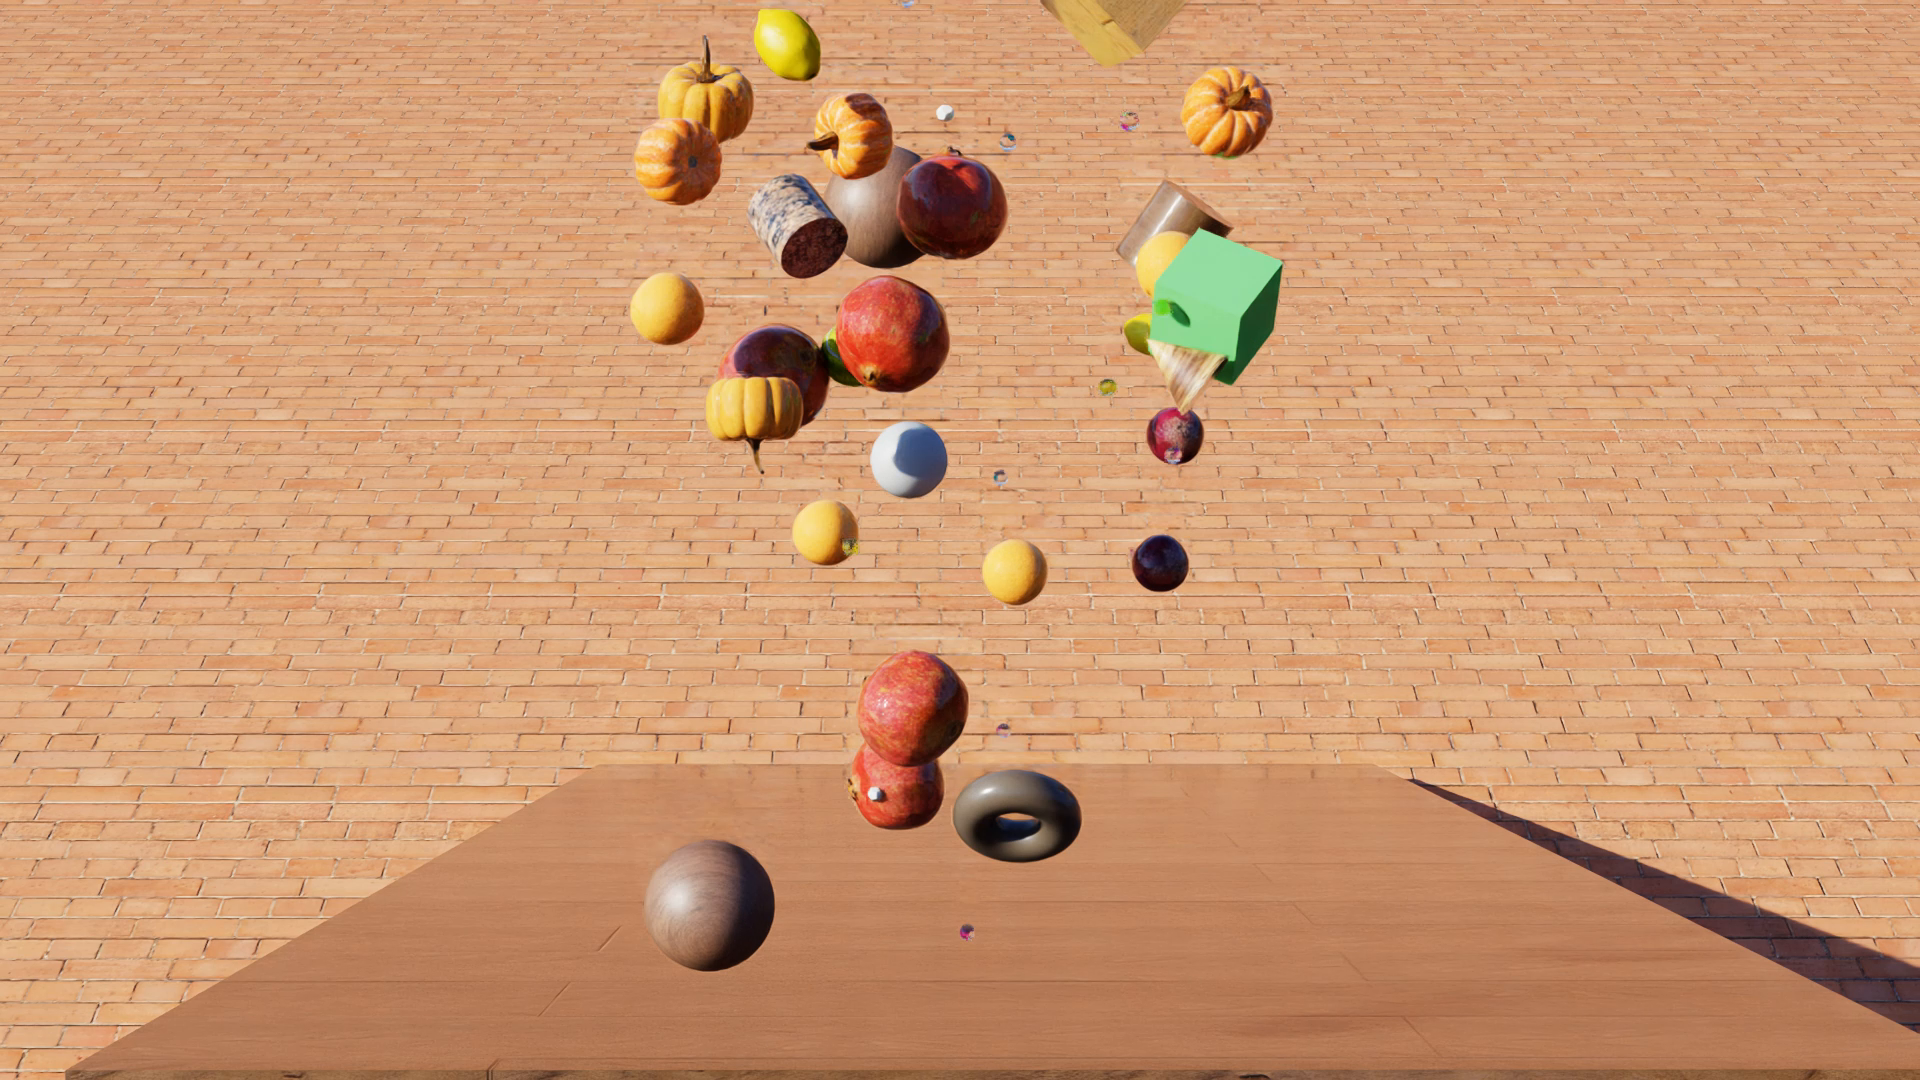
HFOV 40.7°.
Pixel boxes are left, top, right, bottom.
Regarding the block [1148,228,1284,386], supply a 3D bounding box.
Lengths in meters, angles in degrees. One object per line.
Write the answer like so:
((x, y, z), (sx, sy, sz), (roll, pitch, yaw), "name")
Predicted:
((0.236, -0.216, 2.396), (0.087, 0.087, 0.087), (25, 53, 19), "block")

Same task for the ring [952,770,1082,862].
((0.065, 0.315, 2.949), (0.148, 0.148, 0.049), (2, 49, 3), "ring")

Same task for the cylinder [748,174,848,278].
((-0.159, -0.307, 2.535), (0.073, 0.073, 0.073), (-17, 51, -26), "cylinder")

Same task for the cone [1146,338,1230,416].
((0.196, -0.162, 2.351), (0.070, 0.070, 0.070), (39, 41, 6), "cone")

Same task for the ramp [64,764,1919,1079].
((0.069, 0.614, 4.689), (2.000, 0.100, 4.000), (0, 0, 0), "ramp")

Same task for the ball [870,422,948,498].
((-0.056, -0.088, 2.851), (0.085, 0.085, 0.085), (0, 31, 0), "ball")

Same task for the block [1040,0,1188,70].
((0.138, -0.470, 2.225), (0.082, 0.082, 0.082), (-50, 15, -13), "block")

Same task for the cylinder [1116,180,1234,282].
((0.222, -0.312, 2.679), (0.088, 0.088, 0.088), (33, 15, -10), "cylinder")
